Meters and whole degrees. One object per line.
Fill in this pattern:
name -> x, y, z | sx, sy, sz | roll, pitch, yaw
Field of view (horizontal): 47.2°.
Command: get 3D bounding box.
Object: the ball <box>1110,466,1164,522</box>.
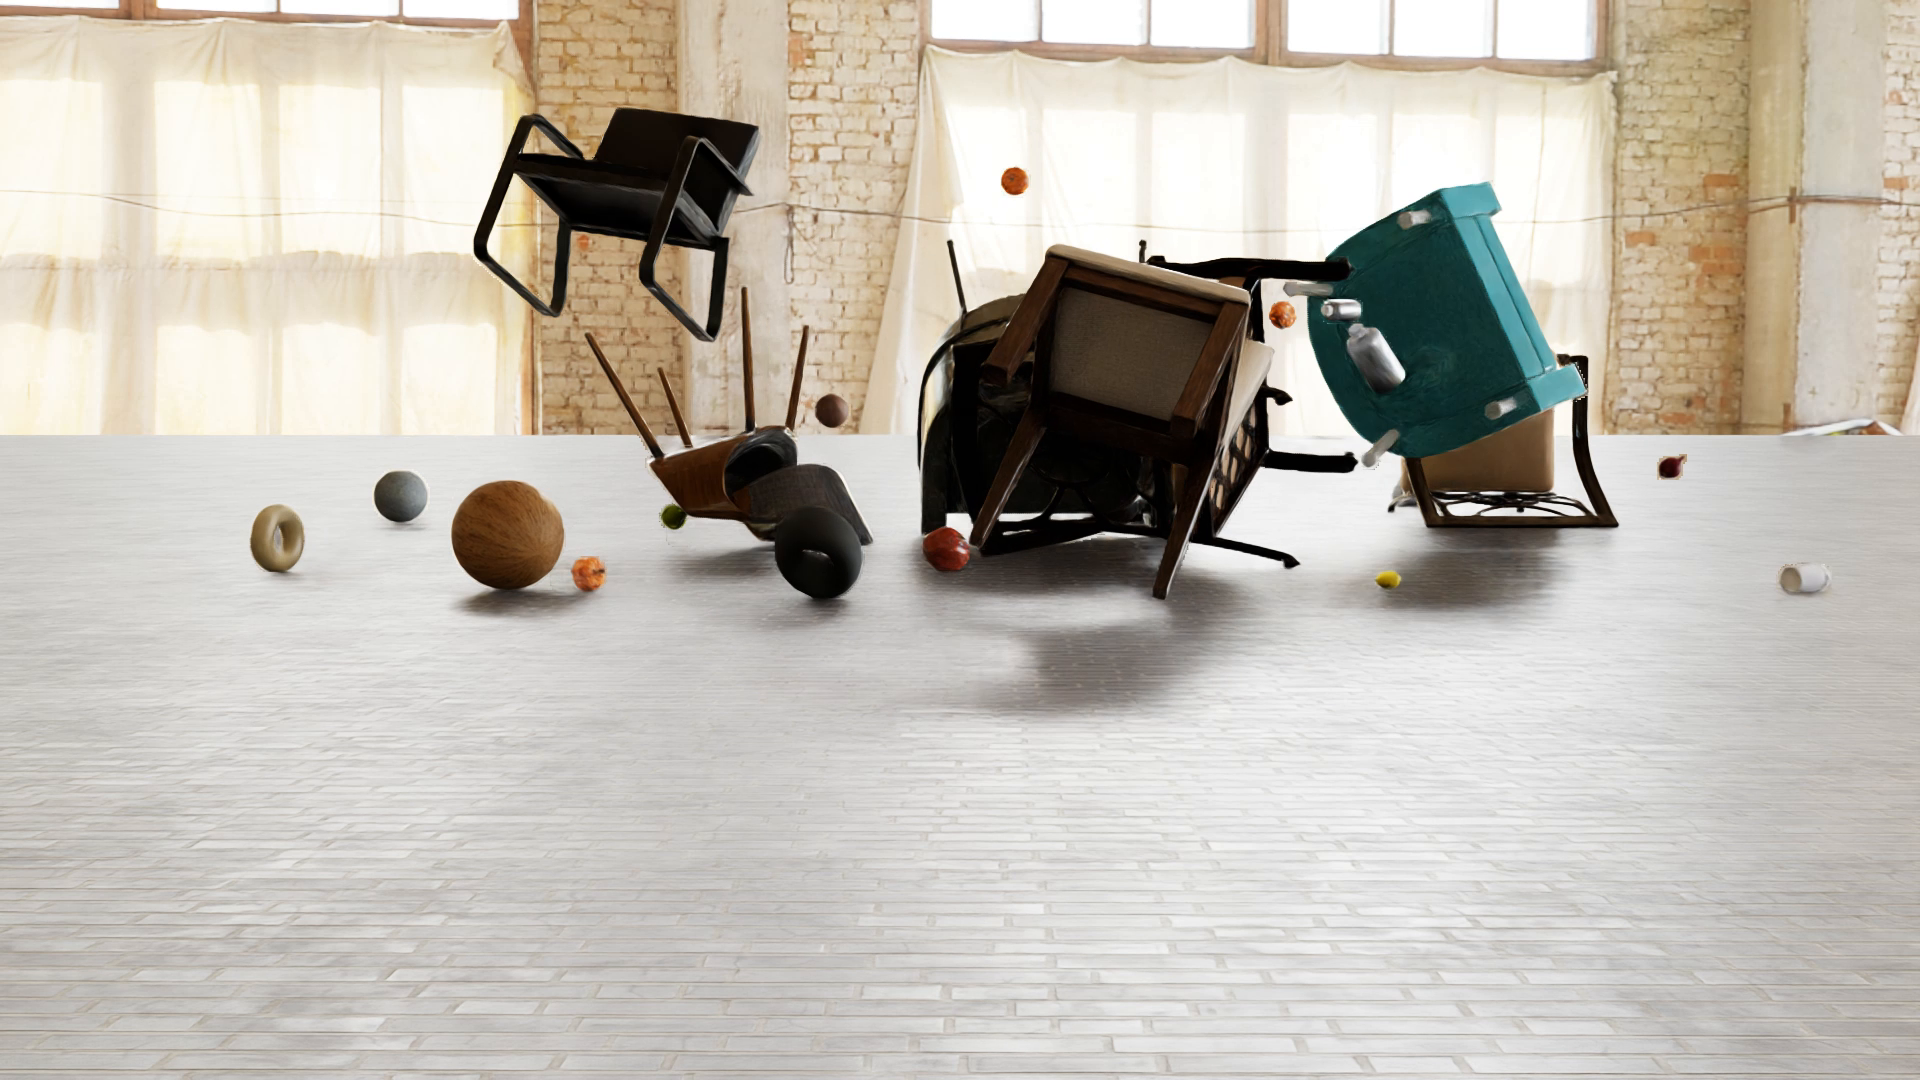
ball -> 0.599, -0.155, 7.445 | 0.185, 0.185, 0.185 | 0, 4, 0

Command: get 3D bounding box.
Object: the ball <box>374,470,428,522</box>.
ball -> -1.884, -0.148, 7.408 | 0.178, 0.178, 0.178 | 0, 4, 0

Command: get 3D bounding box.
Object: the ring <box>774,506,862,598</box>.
ring -> -0.300, 0.026, 4.655 | 0.187, 0.092, 0.266 | 5, -37, 8

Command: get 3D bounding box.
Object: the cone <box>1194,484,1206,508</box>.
cone -> 0.918, -0.171, 8.384 | 0.058, 0.087, 0.038 | -2, 7, -28

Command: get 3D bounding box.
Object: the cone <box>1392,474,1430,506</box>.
cone -> 1.749, -0.159, 8.424 | 0.140, 0.136, 0.131 | 26, -22, -22

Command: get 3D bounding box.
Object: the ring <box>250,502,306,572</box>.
ring -> -1.671, -0.006, 5.388 | 0.055, 0.171, 0.176 | 1, 33, 23

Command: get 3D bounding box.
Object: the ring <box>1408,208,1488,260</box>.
ring -> 1.785, -1.120, 8.035 | 0.435, 0.147, 0.150 | -18, 8, -36

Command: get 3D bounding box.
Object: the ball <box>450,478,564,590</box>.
ball -> -1.010, -0.013, 4.912 | 0.249, 0.249, 0.249 | 0, 4, 0
